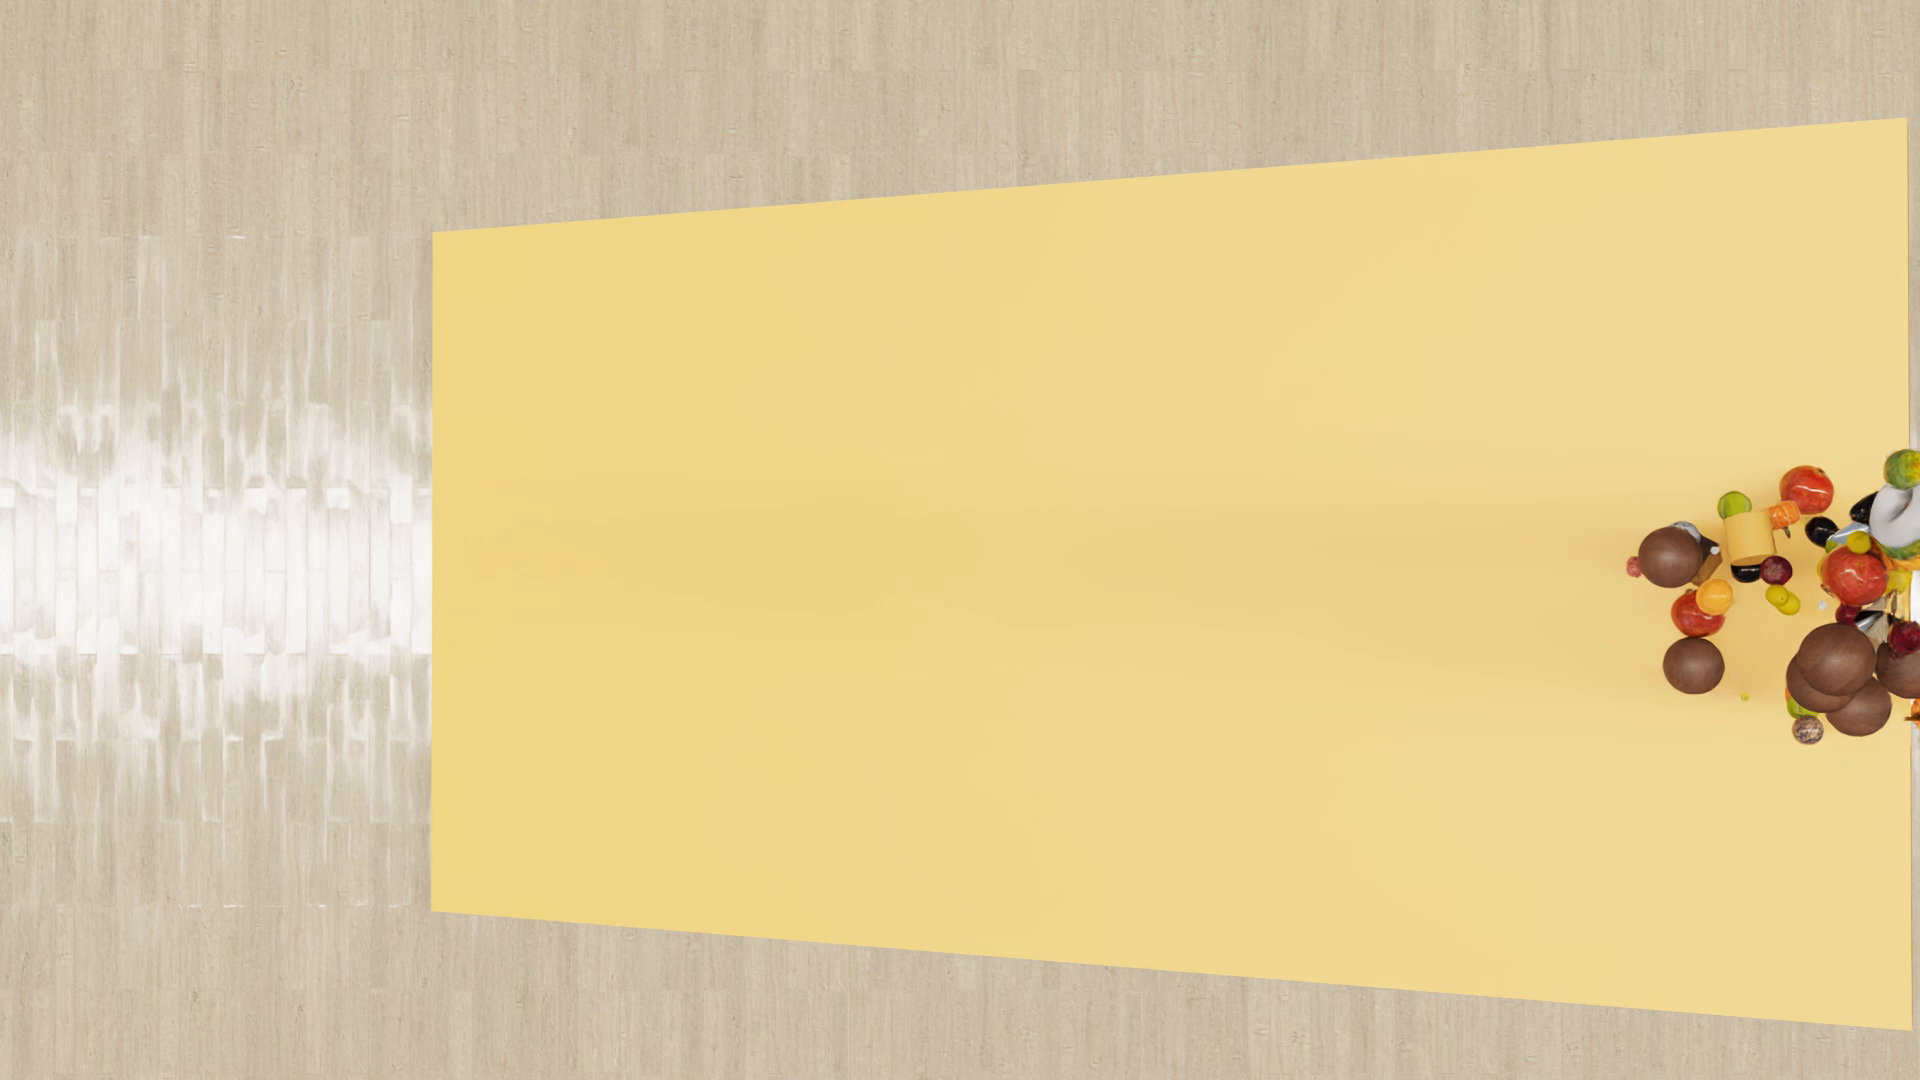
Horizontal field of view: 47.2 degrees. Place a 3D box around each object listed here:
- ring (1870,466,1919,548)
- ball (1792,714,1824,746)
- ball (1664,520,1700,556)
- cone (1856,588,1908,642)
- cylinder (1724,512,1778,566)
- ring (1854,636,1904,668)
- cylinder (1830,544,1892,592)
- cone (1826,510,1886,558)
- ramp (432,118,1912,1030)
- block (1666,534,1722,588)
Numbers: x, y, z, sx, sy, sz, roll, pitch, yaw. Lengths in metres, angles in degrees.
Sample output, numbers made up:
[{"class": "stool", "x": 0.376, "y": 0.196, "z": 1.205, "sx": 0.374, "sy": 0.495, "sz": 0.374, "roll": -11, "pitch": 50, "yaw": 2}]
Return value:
[{"class": "ring", "x": 1.440, "y": -0.051, "z": 3.345, "sx": 0.045, "sy": 0.134, "sz": 0.134, "roll": 24, "pitch": 89, "yaw": -11}, {"class": "ball", "x": 1.812, "y": 0.407, "z": 4.700, "sx": 0.066, "sy": 0.066, "sz": 0.066, "roll": 0, "pitch": 89, "yaw": 0}, {"class": "ball", "x": 1.581, "y": -0.004, "z": 4.813, "sx": 0.076, "sy": 0.076, "sz": 0.076, "roll": 0, "pitch": 89, "yaw": 0}, {"class": "cone", "x": 1.624, "y": 0.117, "z": 3.844, "sx": 0.089, "sy": 0.089, "sz": 0.089, "roll": 32, "pitch": 64, "yaw": 0}, {"class": "cylinder", "x": 1.549, "y": -0.003, "z": 4.310, "sx": 0.087, "sy": 0.087, "sz": 0.087, "roll": -5, "pitch": 76, "yaw": 0}, {"class": "ring", "x": 1.931, "y": 0.235, "z": 4.621, "sx": 0.107, "sy": 0.107, "sz": 0.036, "roll": 27, "pitch": 85, "yaw": 0}, {"class": "cylinder", "x": 1.870, "y": 0.042, "z": 4.566, "sx": 0.092, "sy": 0.092, "sz": 0.092, "roll": 5, "pitch": 48, "yaw": -6}, {"class": "cone", "x": 1.687, "y": -0.008, "z": 4.156, "sx": 0.096, "sy": 0.096, "sz": 0.096, "roll": -8, "pitch": 89, "yaw": 10}, {"class": "ramp", "x": 0.282, "y": 0.082, "z": 5.696, "sx": 4.000, "sy": 0.100, "sz": 2.000, "roll": 0, "pitch": 89, "yaw": 25}, {"class": "block", "x": 1.644, "y": 0.041, "z": 4.923, "sx": 0.081, "sy": 0.081, "sz": 0.081, "roll": 33, "pitch": 79, "yaw": 37}]
